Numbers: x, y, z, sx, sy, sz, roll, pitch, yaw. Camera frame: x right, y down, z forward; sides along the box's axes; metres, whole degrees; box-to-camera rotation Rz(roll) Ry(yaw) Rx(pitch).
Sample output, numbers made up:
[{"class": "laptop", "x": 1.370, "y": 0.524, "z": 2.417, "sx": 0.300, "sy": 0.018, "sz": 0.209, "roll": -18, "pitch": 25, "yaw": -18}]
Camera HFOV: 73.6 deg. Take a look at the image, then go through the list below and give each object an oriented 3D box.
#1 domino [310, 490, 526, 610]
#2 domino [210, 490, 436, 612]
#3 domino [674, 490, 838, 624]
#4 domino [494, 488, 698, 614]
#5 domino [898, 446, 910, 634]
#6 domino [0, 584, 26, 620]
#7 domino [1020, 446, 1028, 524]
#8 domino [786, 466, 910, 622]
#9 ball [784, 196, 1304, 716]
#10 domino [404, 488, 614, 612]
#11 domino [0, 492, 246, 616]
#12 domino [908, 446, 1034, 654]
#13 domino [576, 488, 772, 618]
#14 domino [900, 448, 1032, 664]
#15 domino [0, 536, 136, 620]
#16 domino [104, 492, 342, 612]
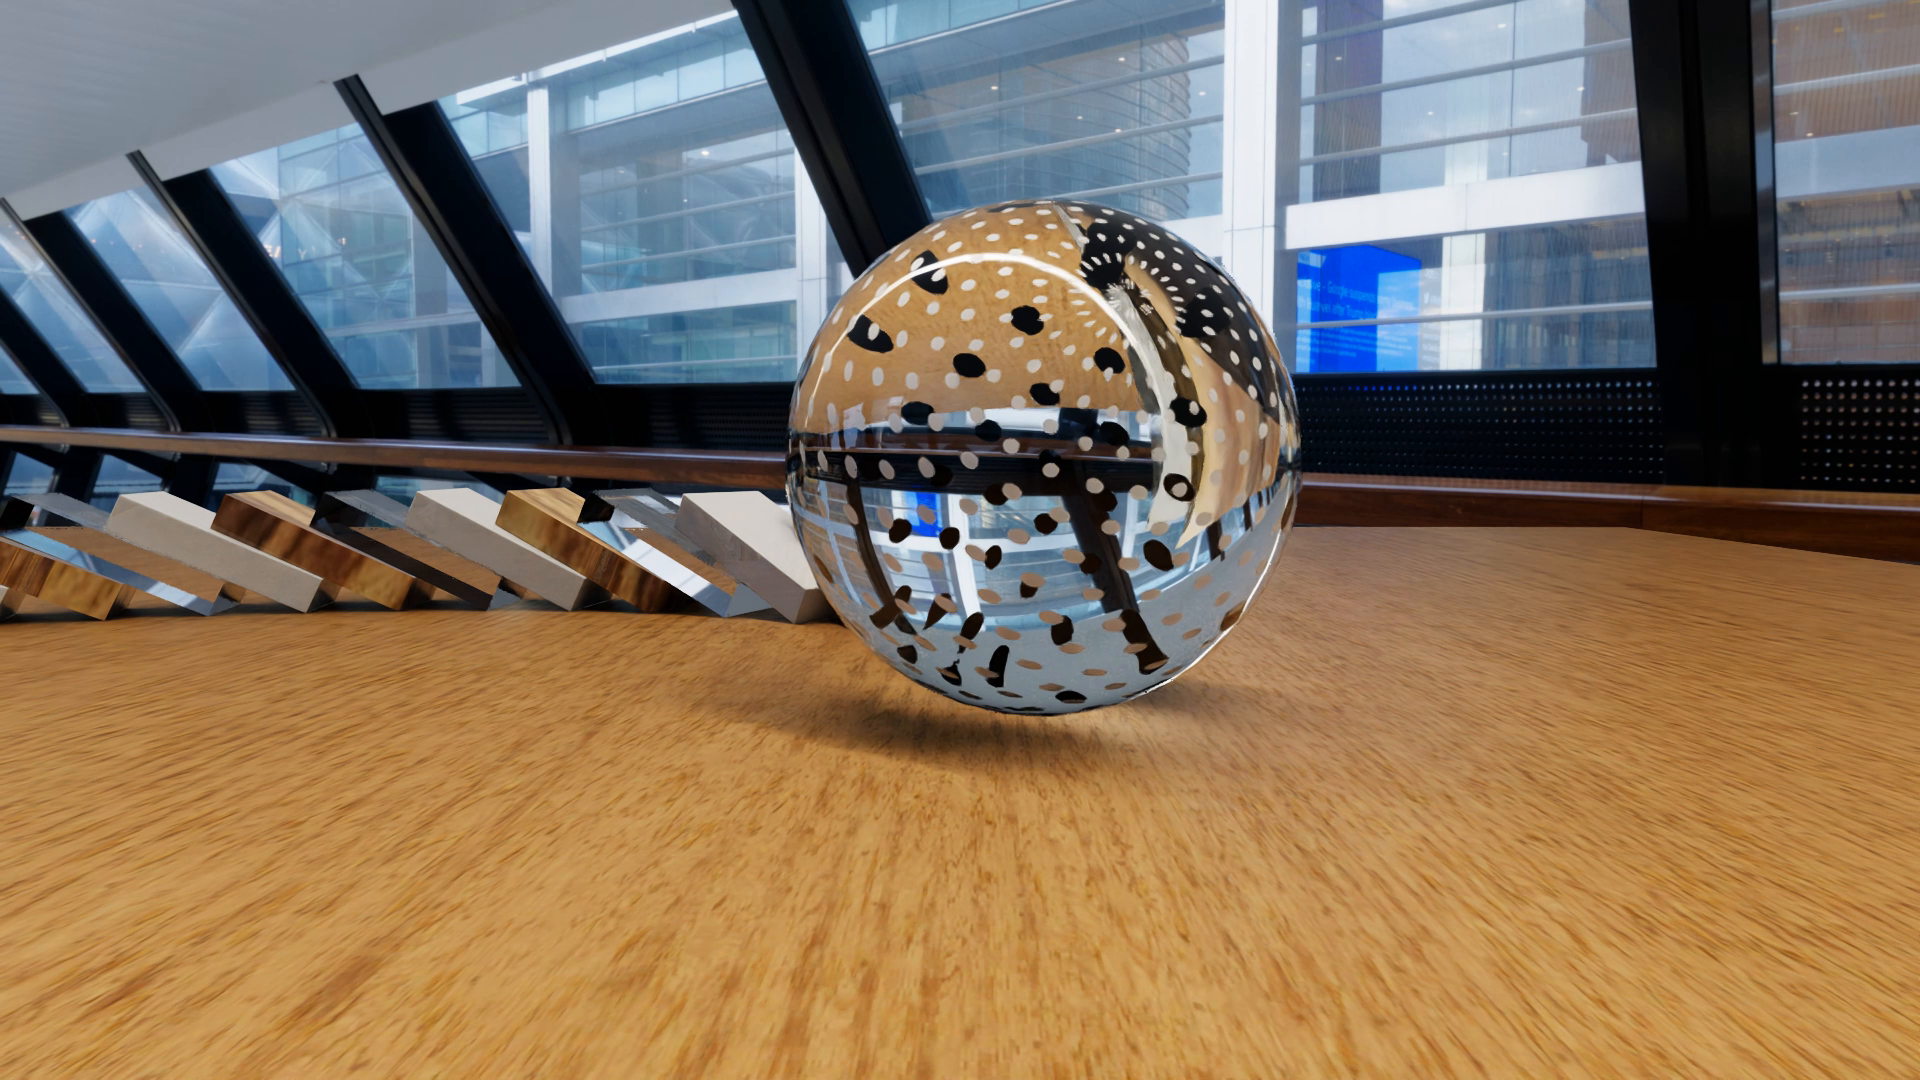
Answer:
[{"class": "domino", "x": -0.141, "y": 0.002, "z": 0.339, "sx": 0.050, "sy": 0.009, "sz": 0.025, "roll": 26, "pitch": 4, "yaw": -1}, {"class": "domino", "x": -0.164, "y": 0.002, "z": 0.336, "sx": 0.050, "sy": 0.010, "sz": 0.025, "roll": 25, "pitch": 2, "yaw": -6}, {"class": "domino", "x": -0.047, "y": 0.003, "z": 0.324, "sx": 0.050, "sy": 0.009, "sz": 0.025, "roll": 34, "pitch": 24, "yaw": 33}, {"class": "domino", "x": -0.094, "y": 0.002, "z": 0.338, "sx": 0.050, "sy": 0.010, "sz": 0.025, "roll": 28, "pitch": 12, "yaw": 14}, {"class": "domino", "x": -0.002, "y": -0.001, "z": 0.301, "sx": 0.025, "sy": 0.010, "sz": 0.050, "roll": 0, "pitch": 49, "yaw": -2}, {"class": "domino", "x": -0.250, "y": 0.005, "z": 0.301, "sx": 0.050, "sy": 0.010, "sz": 0.025, "roll": 26, "pitch": -7, "yaw": -24}, {"class": "domino", "x": 0.002, "y": 0.000, "z": 0.288, "sx": 0.025, "sy": 0.009, "sz": 0.050, "roll": 0, "pitch": 49, "yaw": -2}, {"class": "domino", "x": -0.023, "y": 0.000, "z": 0.317, "sx": 0.025, "sy": 0.010, "sz": 0.050, "roll": 2, "pitch": 36, "yaw": -29}, {"class": "ball", "x": 0.013, "y": -0.013, "z": 0.202, "sx": 0.080, "sy": 0.080, "sz": 0.080, "roll": 0, "pitch": 4, "yaw": 0}, {"class": "domino", "x": -0.117, "y": 0.002, "z": 0.340, "sx": 0.050, "sy": 0.009, "sz": 0.025, "roll": 27, "pitch": 8, "yaw": 6}, {"class": "domino", "x": -0.209, "y": 0.003, "z": 0.323, "sx": 0.050, "sy": 0.010, "sz": 0.025, "roll": 25, "pitch": -2, "yaw": -14}, {"class": "domino", "x": 0.002, "y": 0.001, "z": 0.274, "sx": 0.025, "sy": 0.009, "sz": 0.050, "roll": 0, "pitch": 49, "yaw": -2}, {"class": "domino", "x": -0.071, "y": 0.002, "z": 0.332, "sx": 0.050, "sy": 0.009, "sz": 0.025, "roll": 30, "pitch": 15, "yaw": 19}, {"class": "domino", "x": 0.001, "y": 0.002, "z": 0.261, "sx": 0.025, "sy": 0.009, "sz": 0.050, "roll": 0, "pitch": 49, "yaw": -2}, {"class": "domino", "x": -0.230, "y": 0.004, "z": 0.312, "sx": 0.050, "sy": 0.009, "sz": 0.025, "roll": 26, "pitch": -6, "yaw": -22}, {"class": "domino", "x": -0.187, "y": 0.003, "z": 0.330, "sx": 0.050, "sy": 0.009, "sz": 0.025, "roll": 25, "pitch": -1, "yaw": -11}]
